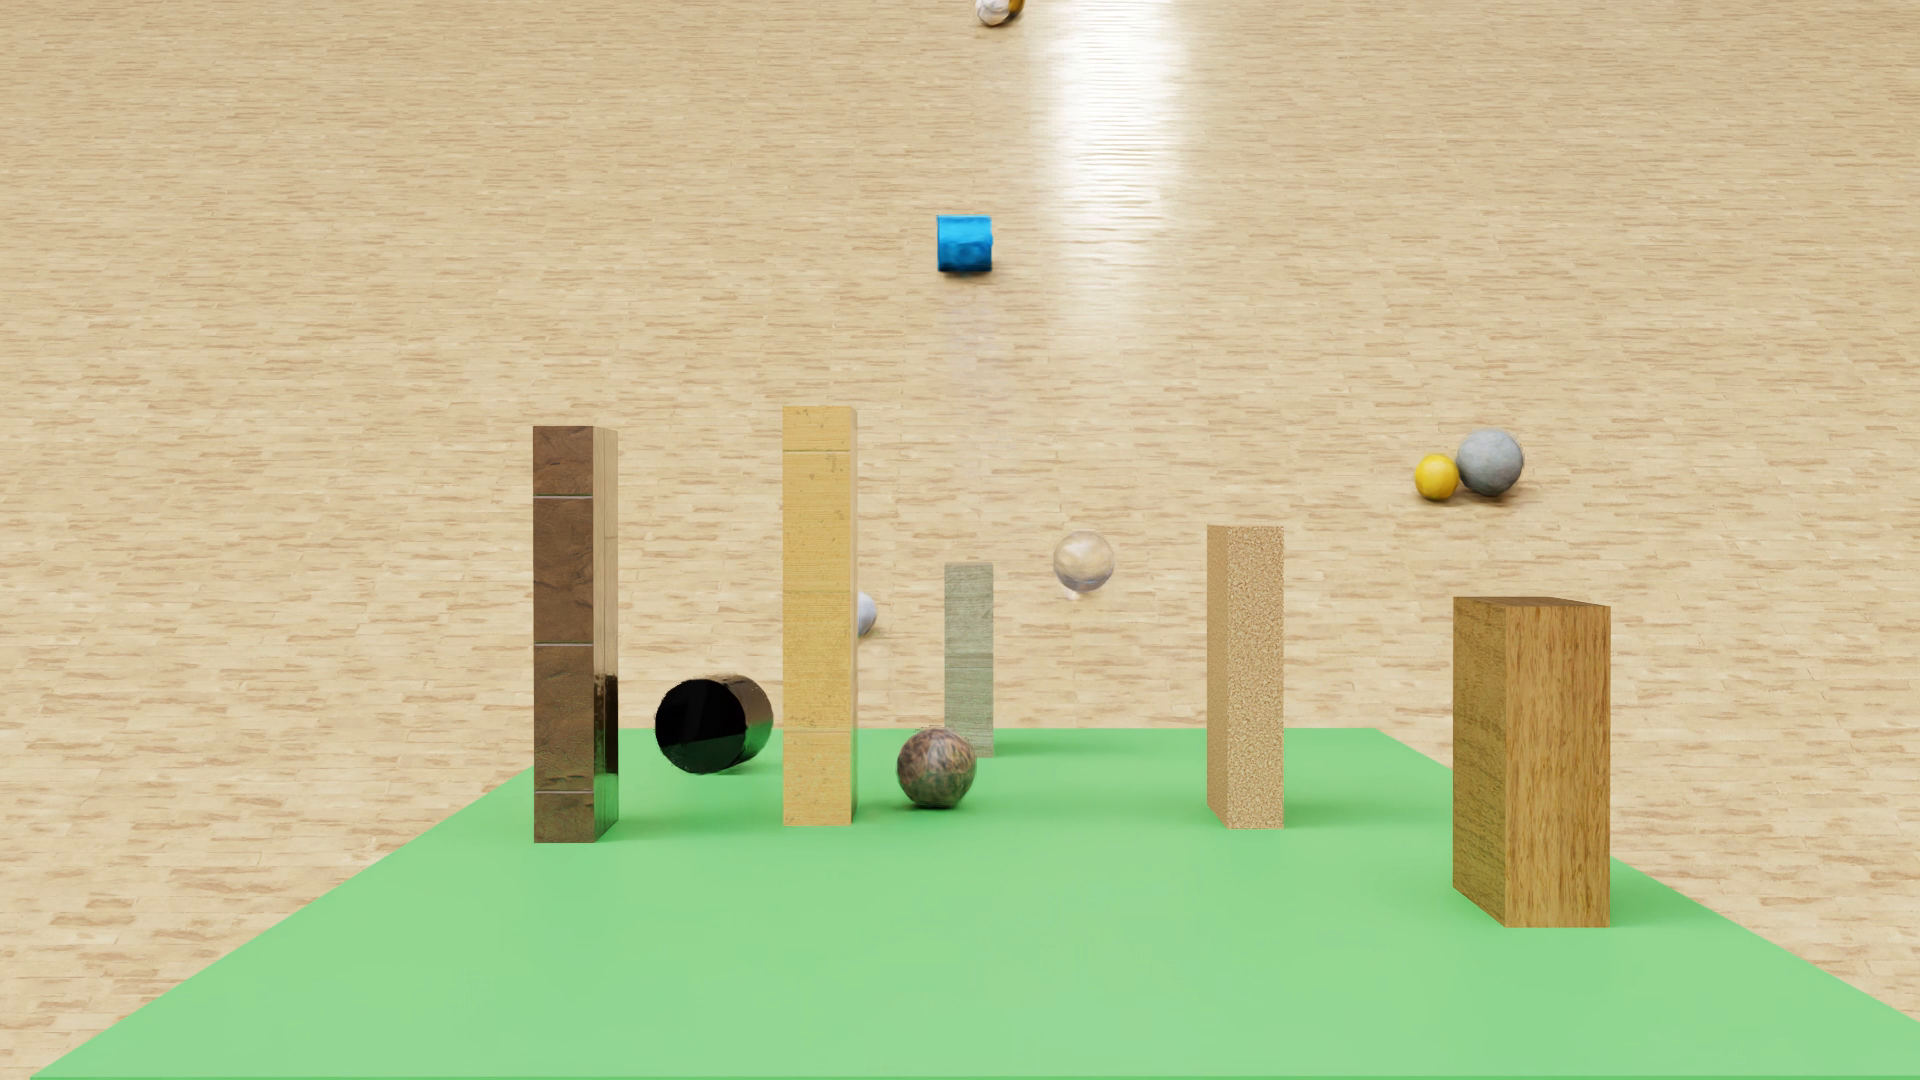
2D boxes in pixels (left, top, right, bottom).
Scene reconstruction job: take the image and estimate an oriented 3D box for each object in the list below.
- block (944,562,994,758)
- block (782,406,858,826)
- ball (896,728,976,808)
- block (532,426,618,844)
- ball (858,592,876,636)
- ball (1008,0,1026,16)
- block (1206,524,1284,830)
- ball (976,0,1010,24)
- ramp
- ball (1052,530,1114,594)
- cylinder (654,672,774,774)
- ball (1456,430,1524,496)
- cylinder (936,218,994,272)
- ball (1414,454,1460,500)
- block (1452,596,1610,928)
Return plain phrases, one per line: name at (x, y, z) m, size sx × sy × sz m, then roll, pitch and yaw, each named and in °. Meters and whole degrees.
block at (0.020, 0.273, 5.990) m, size 0.111 × 0.435 × 0.308 m, roll 0°, pitch 1°, yaw 0°
block at (-0.256, 0.133, 4.774) m, size 0.121 × 0.749 × 0.336 m, roll 0°, pitch 1°, yaw 0°
ball at (-0.045, 0.431, 4.874) m, size 0.152 × 0.152 × 0.152 m, roll 0°, pitch 28°, yaw 0°
block at (-0.672, 0.158, 4.533) m, size 0.102 × 0.707 × 0.316 m, roll 0°, pitch 1°, yaw 0°
ball at (-0.295, 0.205, 7.180) m, size 0.129 × 0.129 × 0.129 m, roll 0°, pitch 28°, yaw 0°
ball at (0.238, -2.633, 12.576) m, size 0.163 × 0.163 × 0.163 m, roll 0°, pitch 28°, yaw 0°
block at (0.521, 0.241, 4.746) m, size 0.099 × 0.535 × 0.379 m, roll 0°, pitch 1°, yaw 0°
ball at (0.158, -2.567, 12.446) m, size 0.167 × 0.167 × 0.167 m, roll 0°, pitch 28°, yaw 0°
ramp at (0.062, 0.560, 4.599) m, size 2.000 × 0.100 × 4.000 m, roll 0°, pitch 1°, yaw 0°
ball at (0.354, 0.063, 7.399) m, size 0.178 × 0.178 × 0.178 m, roll 0°, pitch 28°, yaw 0°
cylinder at (-0.530, 0.394, 5.581) m, size 0.204 × 0.204 × 0.204 m, roll 6°, pitch 2°, yaw 12°
ball at (1.629, -0.239, 7.950) m, size 0.203 × 0.203 × 0.203 m, roll 0°, pitch 28°, yaw 0°
cylinder at (0.016, -1.095, 9.573) m, size 0.195 × 0.195 × 0.195 m, roll -3°, pitch 28°, yaw -3°
ball at (1.465, -0.193, 7.931) m, size 0.140 × 0.140 × 0.140 m, roll 0°, pitch 28°, yaw 0°
block at (0.810, 0.305, 3.687) m, size 0.142 × 0.436 × 0.372 m, roll 0°, pitch 1°, yaw 0°
